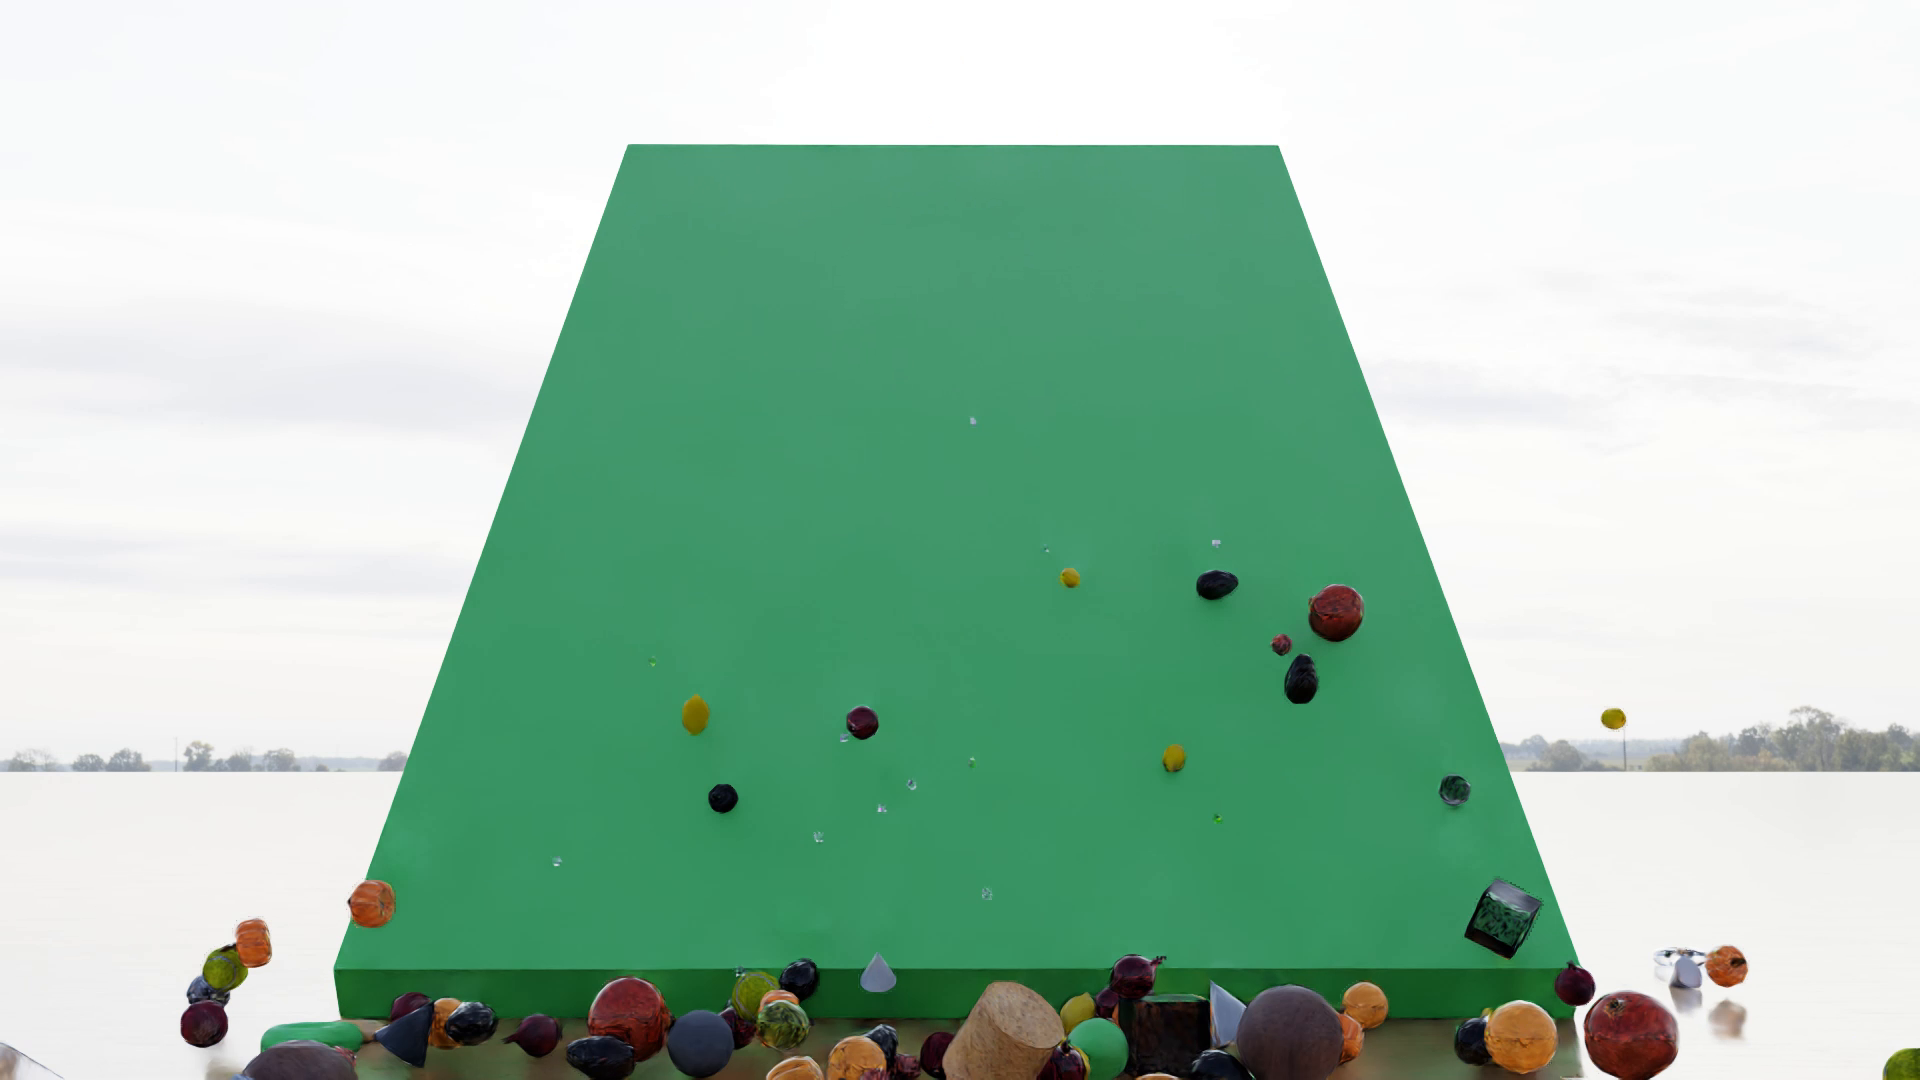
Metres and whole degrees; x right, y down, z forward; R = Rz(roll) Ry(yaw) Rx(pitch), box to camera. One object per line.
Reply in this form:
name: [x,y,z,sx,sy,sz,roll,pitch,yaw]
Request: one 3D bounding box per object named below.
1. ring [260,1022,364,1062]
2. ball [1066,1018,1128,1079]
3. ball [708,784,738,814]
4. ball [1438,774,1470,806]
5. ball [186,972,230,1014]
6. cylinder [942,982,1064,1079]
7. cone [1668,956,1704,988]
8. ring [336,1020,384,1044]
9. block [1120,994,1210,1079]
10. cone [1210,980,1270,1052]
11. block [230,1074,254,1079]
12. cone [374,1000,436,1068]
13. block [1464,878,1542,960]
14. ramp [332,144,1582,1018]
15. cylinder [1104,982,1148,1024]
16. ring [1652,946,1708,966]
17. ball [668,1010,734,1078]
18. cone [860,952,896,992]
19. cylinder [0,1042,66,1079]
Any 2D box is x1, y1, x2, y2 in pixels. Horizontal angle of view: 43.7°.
ring: [-0.906,0.701,3.343,0.140,0.047,0.140,-1,-6,0]
ball: [0.177,0.658,3.085,0.082,0.082,0.082,0,-5,0]
ball: [-0.417,0.454,4.202,0.052,0.052,0.052,0,-5,0]
ball: [0.874,0.442,4.228,0.055,0.055,0.055,0,-5,0]
ball: [-1.233,0.745,3.925,0.068,0.068,0.068,0,-5,0]
cylinder: [0.047,0.550,2.600,0.098,0.098,0.098,24,26,-12]
cone: [1.326,0.811,4.415,0.063,0.063,0.063,3,-33,-28]
ring: [-0.896,0.728,3.542,0.089,0.030,0.089,0,-6,0]
block: [0.271,0.658,3.173,0.099,0.099,0.099,1,-5,-9]
cone: [0.372,0.657,3.349,0.089,0.089,0.089,-25,-18,-9]
block: [-0.563,0.482,1.898,0.074,0.074,0.074,45,-4,26]
cone: [-0.735,0.656,3.238,0.082,0.082,0.082,36,-6,4]
block: [0.855,0.597,3.766,0.080,0.080,0.080,27,22,21]
ramp: [-0.012,-0.221,5.611,2.000,0.100,4.000,0,28,0]
cylinder: [0.260,0.709,3.621,0.060,0.060,0.060,33,-16,-16]
ring: [1.474,0.853,4.897,0.109,0.036,0.109,-1,-5,0]
ball: [-0.340,0.661,3.136,0.087,0.087,0.087,0,-5,0]
cone: [-0.130,0.675,3.787,0.059,0.059,0.059,0,29,0]
cylinder: [-0.889,0.542,2.251,0.100,0.100,0.100,26,-23,12]
